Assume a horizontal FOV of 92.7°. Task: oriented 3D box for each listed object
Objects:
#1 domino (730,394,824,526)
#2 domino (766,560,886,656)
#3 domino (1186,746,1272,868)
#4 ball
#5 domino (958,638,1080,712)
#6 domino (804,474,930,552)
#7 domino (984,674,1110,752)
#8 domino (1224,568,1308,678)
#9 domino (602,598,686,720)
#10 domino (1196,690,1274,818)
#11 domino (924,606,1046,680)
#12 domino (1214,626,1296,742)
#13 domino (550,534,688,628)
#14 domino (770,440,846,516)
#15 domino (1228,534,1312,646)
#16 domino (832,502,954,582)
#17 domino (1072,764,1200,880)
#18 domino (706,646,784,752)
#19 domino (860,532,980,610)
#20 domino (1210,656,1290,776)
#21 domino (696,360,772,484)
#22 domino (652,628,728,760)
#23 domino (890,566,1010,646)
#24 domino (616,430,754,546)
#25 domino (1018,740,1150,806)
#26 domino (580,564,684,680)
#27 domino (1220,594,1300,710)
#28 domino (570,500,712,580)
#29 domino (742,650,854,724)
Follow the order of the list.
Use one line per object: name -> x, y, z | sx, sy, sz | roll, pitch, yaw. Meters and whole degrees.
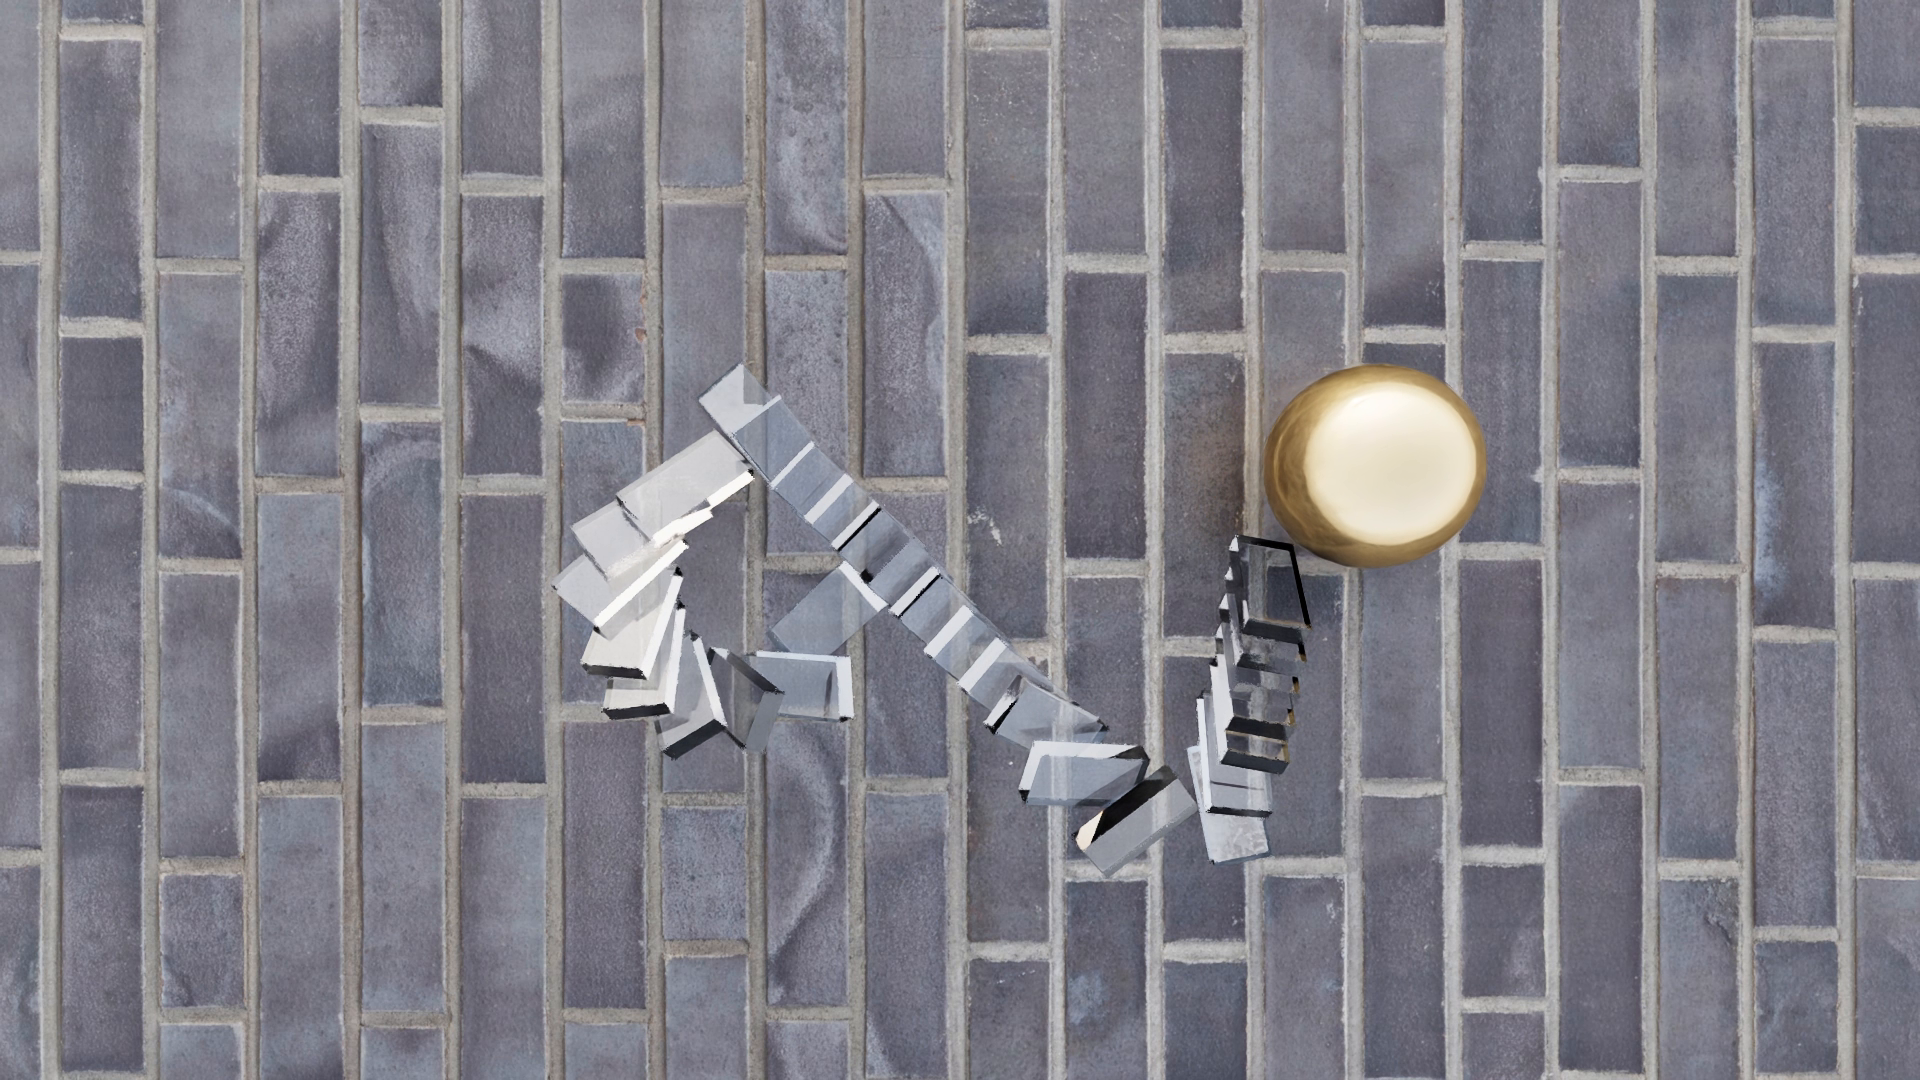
domino -> -0.070, -0.033, 0.385 | 0.025, 0.010, 0.050 | -37, 114, -2
domino -> -0.057, 0.033, 0.385 | 0.050, 0.010, 0.025 | -41, 90, 26
domino -> 0.116, 0.113, 0.395 | 0.025, 0.009, 0.050 | -12, 90, 0
ball -> 0.161, -0.029, 0.360 | 0.080, 0.080, 0.080 | 0, 90, 0
domino -> 0.025, 0.065, 0.383 | 0.050, 0.010, 0.025 | 40, 90, -31
domino -> -0.038, -0.002, 0.382 | 0.025, 0.010, 0.050 | -46, 125, 0
domino -> 0.037, 0.078, 0.383 | 0.050, 0.010, 0.025 | 32, 94, -30
domino -> 0.125, 0.032, 0.378 | 0.025, 0.050, 0.010 | 10, 132, 0
domino -> -0.130, 0.049, 0.381 | 0.025, 0.009, 0.050 | -7, 53, 2
domino -> 0.114, 0.089, 0.382 | 0.025, 0.009, 0.050 | 5, 57, 0
domino -> 0.011, 0.052, 0.383 | 0.025, 0.009, 0.050 | -48, 121, 0
domino -> 0.121, 0.058, 0.378 | 0.025, 0.050, 0.010 | 10, 132, 0
domino -> -0.141, 0.010, 0.382 | 0.025, 0.009, 0.050 | 36, 63, 11
domino -> -0.052, -0.015, 0.385 | 0.025, 0.009, 0.050 | -46, 114, 0
domino -> 0.127, 0.020, 0.378 | 0.025, 0.050, 0.009 | 10, 132, 0
domino -> -0.027, 0.009, 0.381 | 0.025, 0.010, 0.050 | -45, 125, -1
domino -> 0.075, 0.120, 0.389 | 0.050, 0.009, 0.025 | -37, 123, 0
domino -> -0.093, 0.065, 0.378 | 0.010, 0.050, 0.025 | 18, 93, -42
domino -> -0.016, 0.022, 0.382 | 0.025, 0.010, 0.050 | -45, 125, -1
domino -> 0.119, 0.071, 0.379 | 0.025, 0.050, 0.010 | 10, 134, 0
domino -> -0.087, -0.050, 0.395 | 0.025, 0.010, 0.050 | -41, 90, 0
domino -> -0.116, 0.063, 0.380 | 0.025, 0.010, 0.050 | -31, 51, 0
domino -> -0.003, 0.036, 0.382 | 0.025, 0.009, 0.050 | -45, 123, -1
domino -> -0.114, -0.022, 0.382 | 0.025, 0.010, 0.050 | 44, 64, 14
domino -> 0.052, 0.098, 0.383 | 0.050, 0.010, 0.025 | 7, 113, -19
domino -> -0.135, 0.032, 0.381 | 0.025, 0.010, 0.050 | 4, 55, 5
domino -> 0.123, 0.045, 0.378 | 0.025, 0.050, 0.009 | 10, 132, 0
domino -> -0.132, -0.008, 0.382 | 0.050, 0.010, 0.025 | -36, 73, -24
domino -> -0.068, 0.061, 0.383 | 0.050, 0.009, 0.025 | 0, 95, 29
